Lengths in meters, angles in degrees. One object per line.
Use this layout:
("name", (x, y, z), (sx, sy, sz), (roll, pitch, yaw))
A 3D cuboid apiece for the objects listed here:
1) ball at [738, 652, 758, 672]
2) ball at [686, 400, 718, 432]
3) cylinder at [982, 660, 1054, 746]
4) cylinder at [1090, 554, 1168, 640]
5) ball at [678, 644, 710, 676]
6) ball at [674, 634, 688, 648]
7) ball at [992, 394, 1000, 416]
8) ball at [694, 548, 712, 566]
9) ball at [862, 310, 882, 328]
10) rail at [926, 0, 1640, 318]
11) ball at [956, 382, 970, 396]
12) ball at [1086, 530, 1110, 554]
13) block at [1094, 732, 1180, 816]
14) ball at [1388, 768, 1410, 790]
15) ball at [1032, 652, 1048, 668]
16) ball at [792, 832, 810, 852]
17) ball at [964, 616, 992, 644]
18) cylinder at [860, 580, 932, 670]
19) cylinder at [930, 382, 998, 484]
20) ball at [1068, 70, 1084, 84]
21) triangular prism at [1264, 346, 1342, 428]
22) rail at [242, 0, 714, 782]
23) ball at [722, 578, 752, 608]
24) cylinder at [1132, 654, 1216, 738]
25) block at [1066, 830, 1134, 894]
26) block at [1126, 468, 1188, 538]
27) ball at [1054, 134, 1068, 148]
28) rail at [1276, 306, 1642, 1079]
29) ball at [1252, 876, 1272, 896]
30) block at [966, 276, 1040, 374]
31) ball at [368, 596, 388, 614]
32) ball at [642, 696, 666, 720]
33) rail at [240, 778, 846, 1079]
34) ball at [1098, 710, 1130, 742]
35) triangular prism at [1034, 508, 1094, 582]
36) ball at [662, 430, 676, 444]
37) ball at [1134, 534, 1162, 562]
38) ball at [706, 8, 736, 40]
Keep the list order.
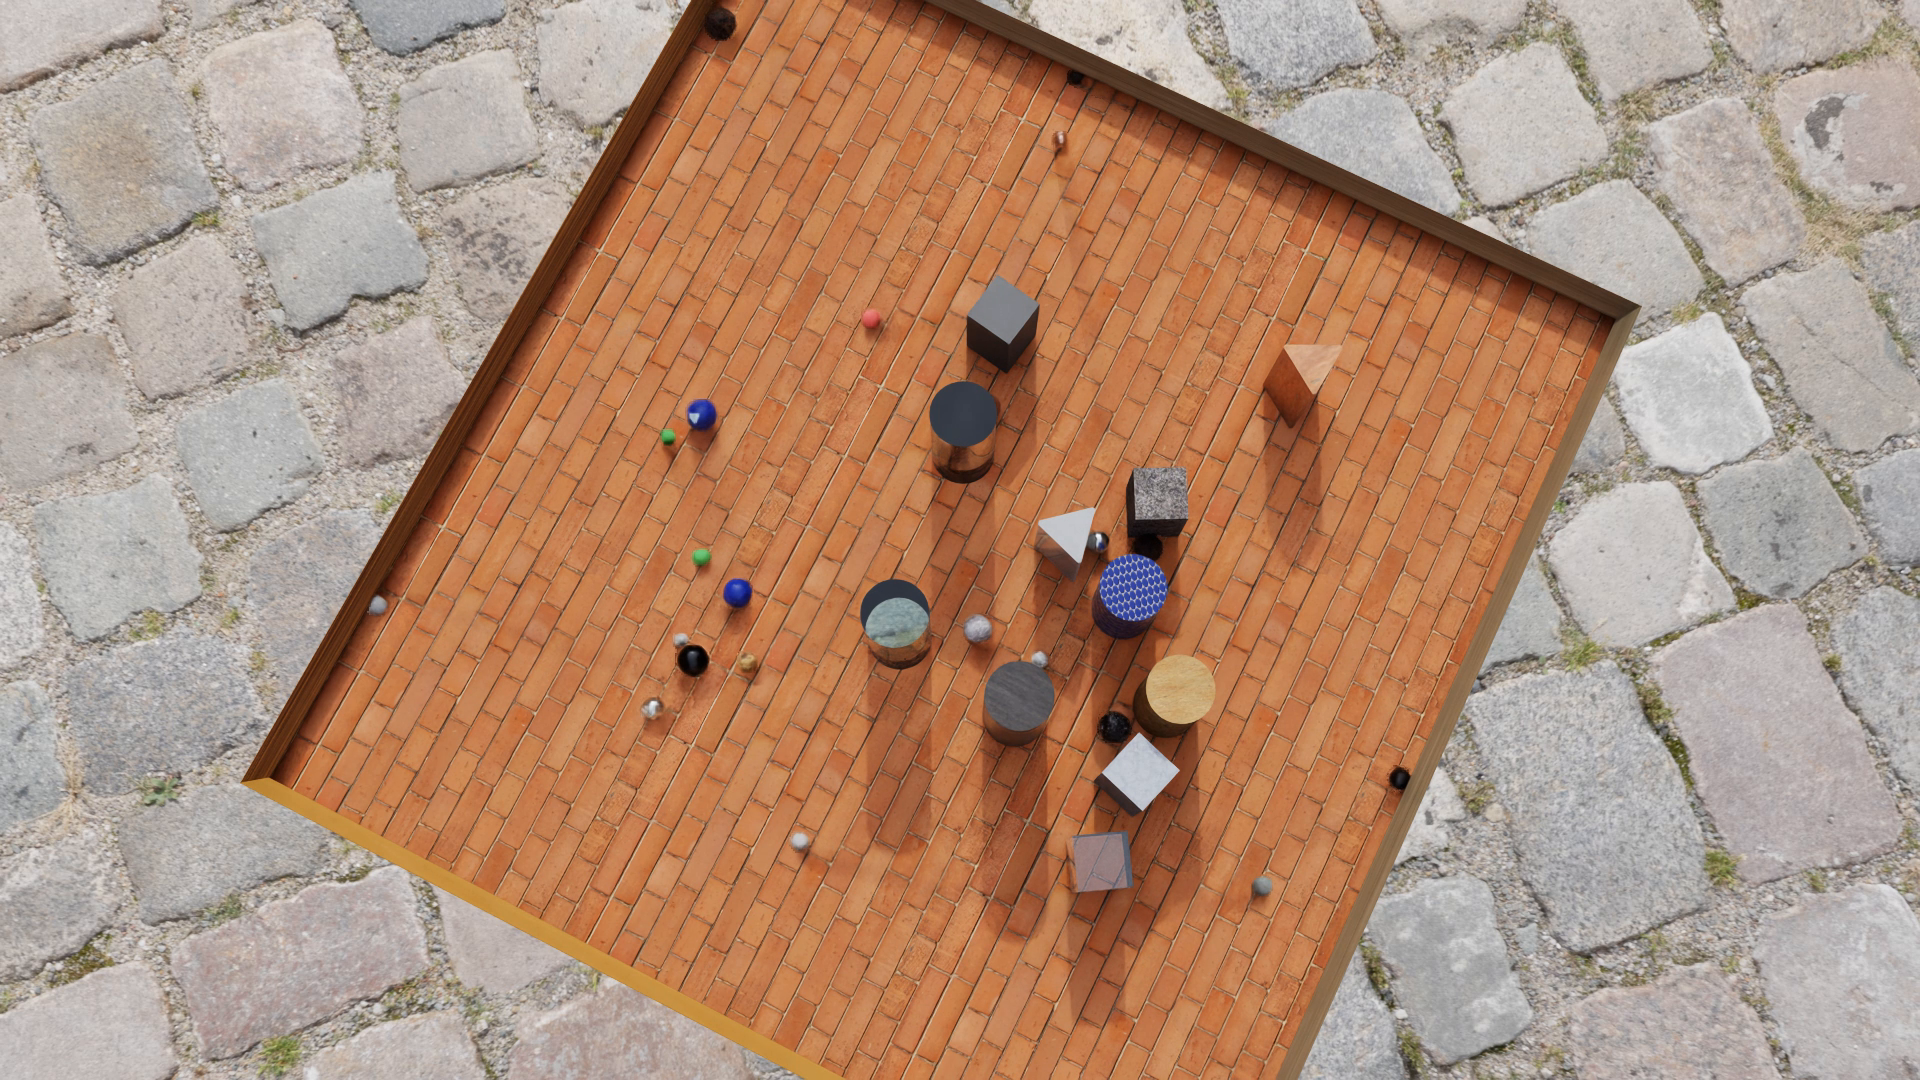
("ball", (-0.637, 0.366, 5.511), (0.059, 0.059, 0.059), (0, 78, 0))
("ball", (-0.795, -0.382, 5.647), (0.095, 0.095, 0.095), (0, 78, 0))
("cylinder", (0.164, 0.477, 5.279), (0.195, 0.468, 0.195), (0, 78, 0))
("cylinder", (0.495, 0.171, 5.403), (0.195, 0.348, 0.195), (0, 78, 0))
("ball", (-0.800, 0.360, 5.494), (0.095, 0.095, 0.095), (0, 78, 0))
("ball", (-0.840, 0.302, 5.532), (0.043, 0.043, 0.043), (0, 78, 0))
("ball", (0.080, -0.407, 5.653), (0.093, 0.093, 0.093), (0, 78, 0))
("ball", (-0.784, 0.052, 5.579), (0.052, 0.052, 0.052), (0, 78, 0))
("ball", (-0.276, -0.693, 5.730), (0.058, 0.058, 0.058), (0, 78, 0))
("rail", (0.701, -1.366, 5.834), (3.103, 0.126, 0.045), (26, 80, 5))
("ball", (0.010, -0.469, 5.691), (0.045, 0.045, 0.045), (0, 78, 0))
("ball", (0.420, 0.006, 5.579), (0.072, 0.072, 0.072), (0, 78, 0))
("block", (0.509, 0.684, 5.312), (0.156, 0.318, 0.156), (43, 81, 8))
("ball", (1.306, 0.708, 5.437), (0.064, 0.064, 0.064), (0, 78, 0))
("ball", (0.240, 0.364, 5.515), (0.052, 0.052, 0.052), (0, 78, 0))
("ball", (-0.469, 0.891, 5.405), (0.053, 0.053, 0.053), (0, 78, 0))
("ball", (0.056, 0.269, 5.518), (0.084, 0.084, 0.084), (0, 78, 0))
("cylinder", (-0.182, 0.250, 5.333), (0.195, 0.453, 0.195), (0, 78, 0))
("cylinder", (0.010, -0.314, 5.451), (0.195, 0.452, 0.195), (0, 78, 0))
("ball", (0.374, -1.492, 5.902), (0.046, 0.046, 0.046), (0, 78, 0))
("triangular prism", (1.008, -0.491, 5.523), (0.146, 0.382, 0.168), (30, 80, 6))
("rail", (-1.367, -0.662, 5.688), (0.045, 0.126, 3.183), (26, 80, 5))
("ball", (-0.673, 0.161, 5.538), (0.088, 0.088, 0.088), (0, 78, 0))
("cylinder", (0.617, 0.458, 5.316), (0.195, 0.403, 0.195), (0, 78, 0))
("block", (0.399, 0.928, 5.266), (0.156, 0.310, 0.156), (-5, 78, -1))
("block", (0.590, -0.111, 5.508), (0.156, 0.259, 0.156), (-1, 78, 0))
("ball", (0.323, -1.276, 5.857), (0.047, 0.047, 0.047), (0, 78, 0))
("rail", (1.367, 0.676, 5.411), (0.045, 0.126, 3.183), (26, 80, 5))
("ball", (0.885, 1.016, 5.378), (0.057, 0.057, 0.057), (0, 78, 0))
("block", (0.129, -0.656, 5.599), (0.156, 0.301, 0.156), (36, 81, 7))
("ball", (-1.763, 0.197, 5.547), (0.056, 0.056, 0.056), (0, 78, 0))
("ball", (-0.915, 0.502, 5.478), (0.069, 0.069, 0.069), (0, 78, 0))
("rail", (-0.701, 1.380, 5.265), (3.103, 0.126, 0.045), (26, 80, 5))
("ball", (0.459, 0.555, 5.454), (0.093, 0.093, 0.093), (0, 78, 0))
("triangular prism", (0.338, -0.011, 5.462), (0.146, 0.308, 0.168), (-44, 82, -8))
("ball", (-0.900, -0.317, 5.659), (0.044, 0.044, 0.044), (0, 78, 0))
("ball", (0.572, 0.026, 5.566), (0.088, 0.088, 0.088), (0, 78, 0))
("ball", (-0.770, -1.666, 5.912), (0.097, 0.097, 0.097), (0, 78, 0))
